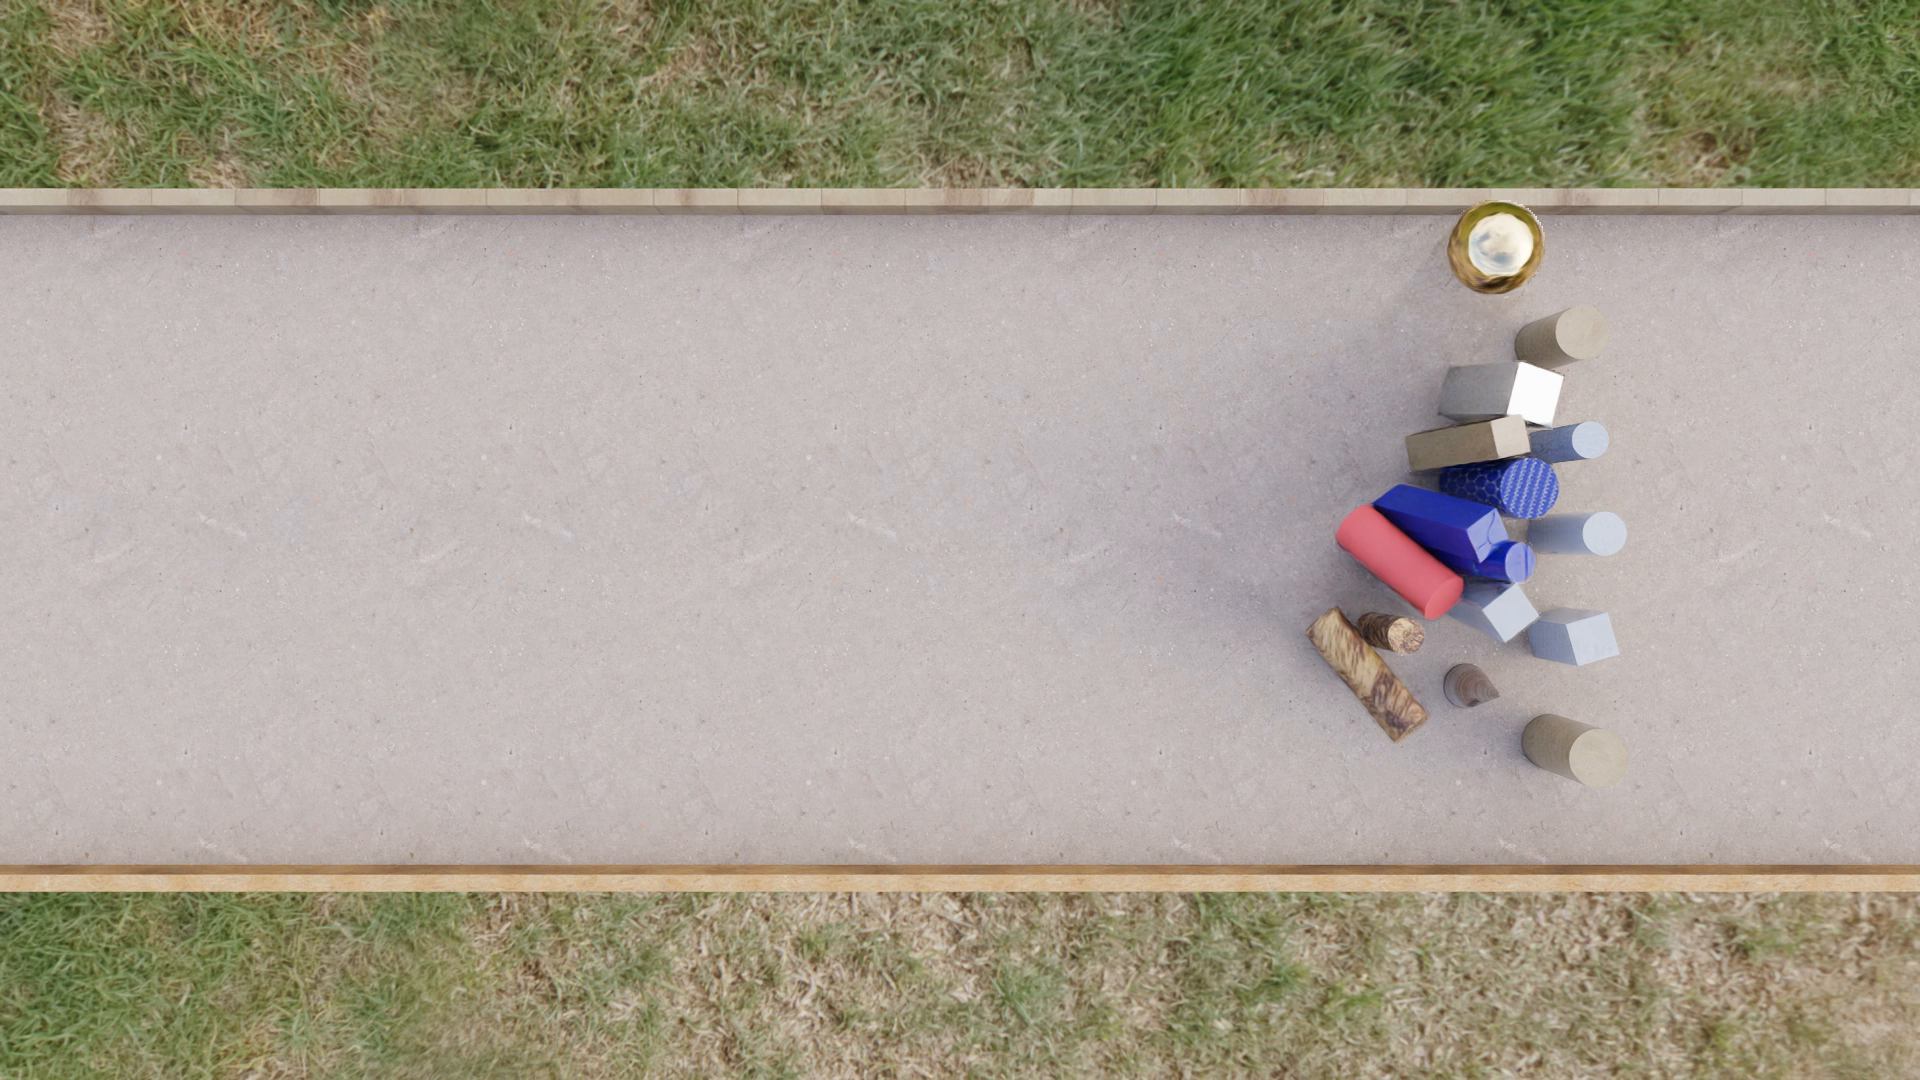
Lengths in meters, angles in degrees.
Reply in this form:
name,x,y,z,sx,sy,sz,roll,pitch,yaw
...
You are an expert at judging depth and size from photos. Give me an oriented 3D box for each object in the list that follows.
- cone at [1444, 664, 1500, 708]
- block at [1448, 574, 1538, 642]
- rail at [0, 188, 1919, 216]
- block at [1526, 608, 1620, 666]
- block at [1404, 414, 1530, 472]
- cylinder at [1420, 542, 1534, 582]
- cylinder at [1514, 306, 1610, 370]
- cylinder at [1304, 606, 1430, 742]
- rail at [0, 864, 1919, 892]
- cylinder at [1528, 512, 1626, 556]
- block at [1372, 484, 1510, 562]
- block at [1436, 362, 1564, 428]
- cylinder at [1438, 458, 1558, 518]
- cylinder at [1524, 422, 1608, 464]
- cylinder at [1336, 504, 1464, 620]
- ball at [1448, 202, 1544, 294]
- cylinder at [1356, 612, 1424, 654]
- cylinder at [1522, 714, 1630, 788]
name,x,y,z,sx,sy,sz,roll,pitch,yaw
cone,1.557,0.449,4.909,0.139,0.335,0.139,0,90,0
block,1.543,0.177,4.881,0.124,0.372,0.124,-38,103,-1
rail,-2.247,-1.025,5.002,12.000,0.150,0.050,0,90,0
block,1.811,0.284,4.898,0.125,0.356,0.125,-16,90,0
block,1.486,-0.283,4.853,0.109,0.432,0.109,-13,92,-18
cylinder,1.477,0.043,4.851,0.115,0.449,0.115,-3,97,-27
cylinder,1.784,-0.596,4.902,0.155,0.350,0.155,0,90,0
cylinder,1.217,0.402,4.944,0.131,0.131,0.418,-37,70,0
rail,-2.247,1.025,5.001,12.000,0.150,0.050,0,90,0
cylinder,1.807,-0.018,4.850,0.124,0.453,0.124,0,90,0
block,1.403,-0.055,4.840,0.113,0.450,0.113,-34,111,-12
block,1.594,-0.426,4.886,0.152,0.348,0.152,15,89,-18
cylinder,1.573,-0.157,4.843,0.171,0.451,0.171,0,93,-6
cylinder,1.782,-0.283,4.869,0.105,0.415,0.105,0,90,0
cylinder,1.303,0.063,4.901,0.153,0.153,0.374,-44,52,0
ball,1.568,-0.855,4.834,0.269,0.269,0.269,0,90,0
cylinder,1.271,0.274,4.887,0.104,0.379,0.104,0,90,0
cylinder,1.813,0.620,4.877,0.170,0.398,0.170,0,90,0
